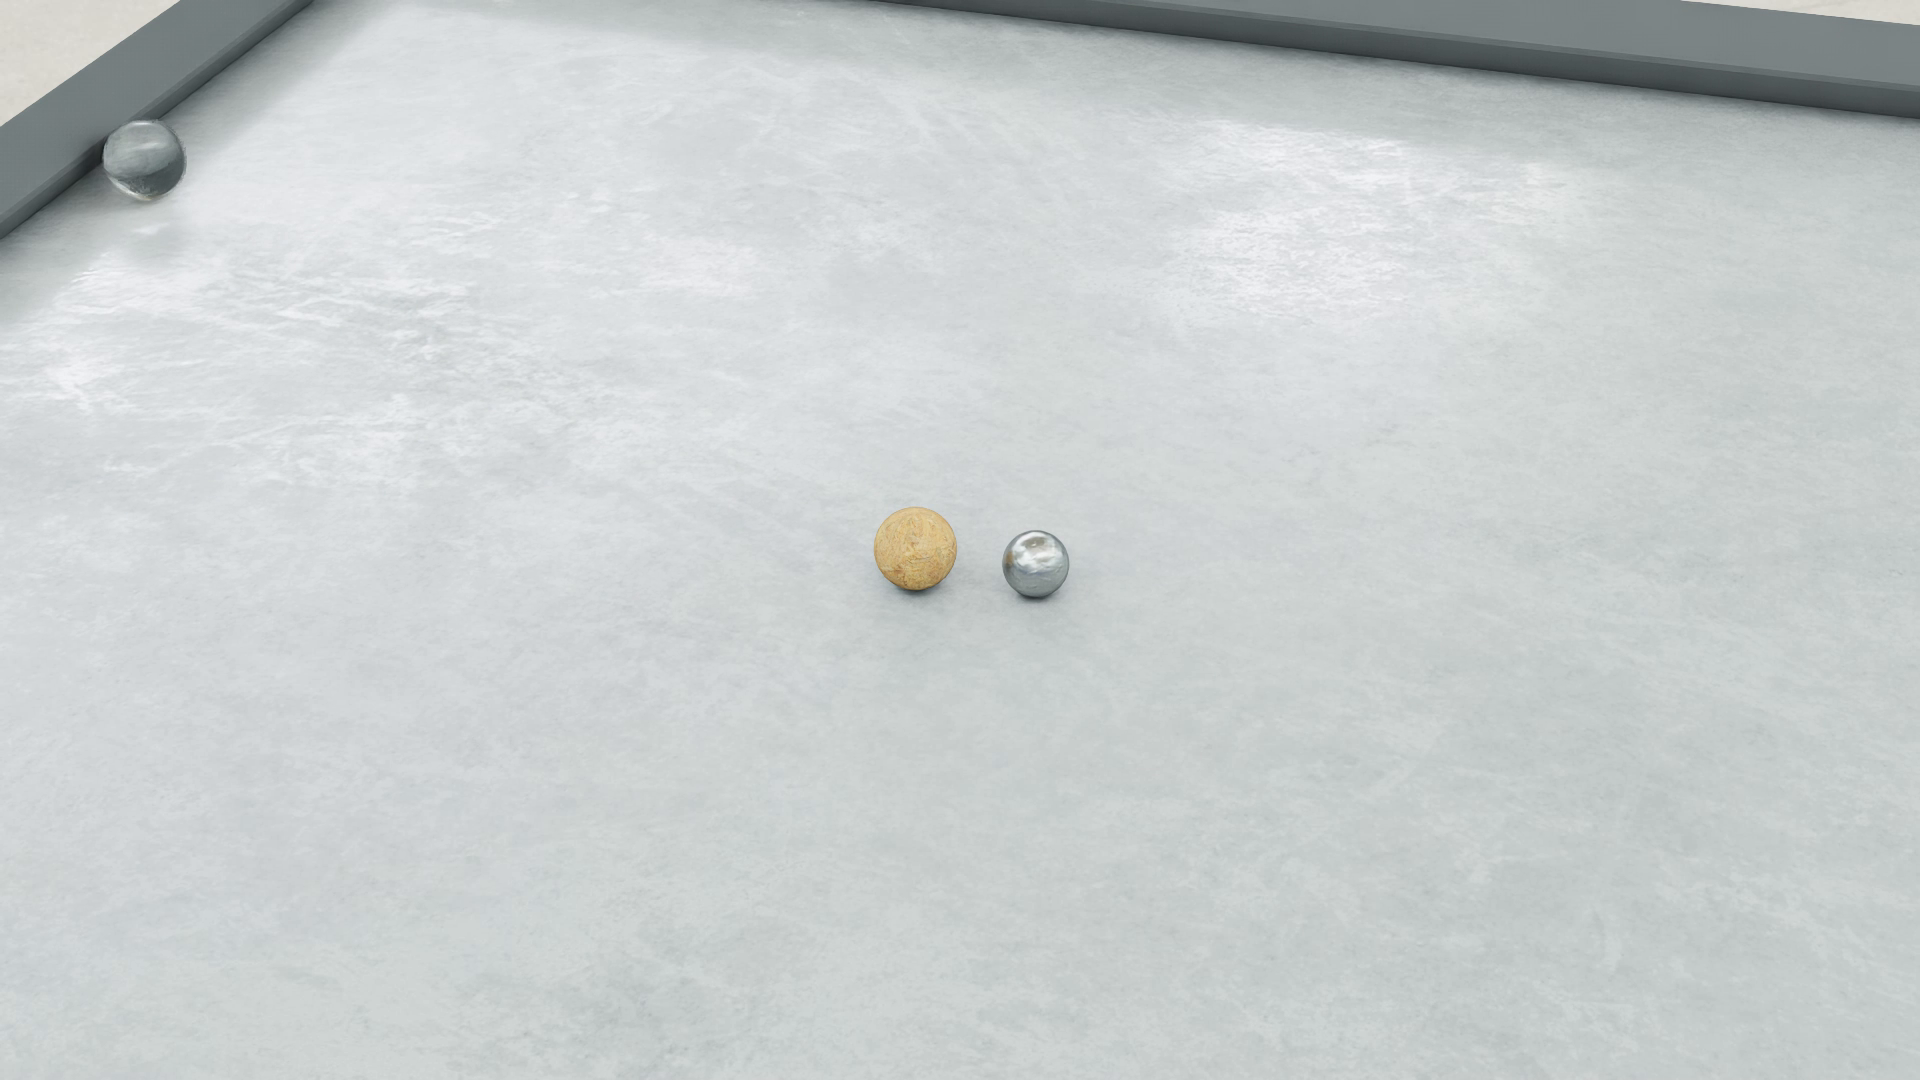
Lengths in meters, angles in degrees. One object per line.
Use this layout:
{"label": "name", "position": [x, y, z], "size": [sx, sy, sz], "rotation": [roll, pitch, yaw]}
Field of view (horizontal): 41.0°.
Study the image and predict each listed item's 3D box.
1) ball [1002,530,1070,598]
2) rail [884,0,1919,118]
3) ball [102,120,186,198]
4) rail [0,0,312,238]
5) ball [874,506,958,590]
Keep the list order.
{"label": "ball", "position": [0.057, 0.018, 1.949], "size": [0.052, 0.052, 0.052], "rotation": [0, 34, 0]}
{"label": "rail", "position": [1.294, -0.421, 2.558], "size": [4.154, 0.100, 0.045], "rotation": [9, 35, 13]}
{"label": "ball", "position": [-0.797, -0.372, 2.507], "size": [0.077, 0.077, 0.077], "rotation": [0, 34, 0]}
{"label": "rail", "position": [-0.974, -0.176, 2.193], "size": [0.045, 0.100, 2.166], "rotation": [9, 35, 13]}
{"label": "ball", "position": [-0.034, 0.006, 1.955], "size": [0.064, 0.064, 0.064], "rotation": [0, 34, 0]}
